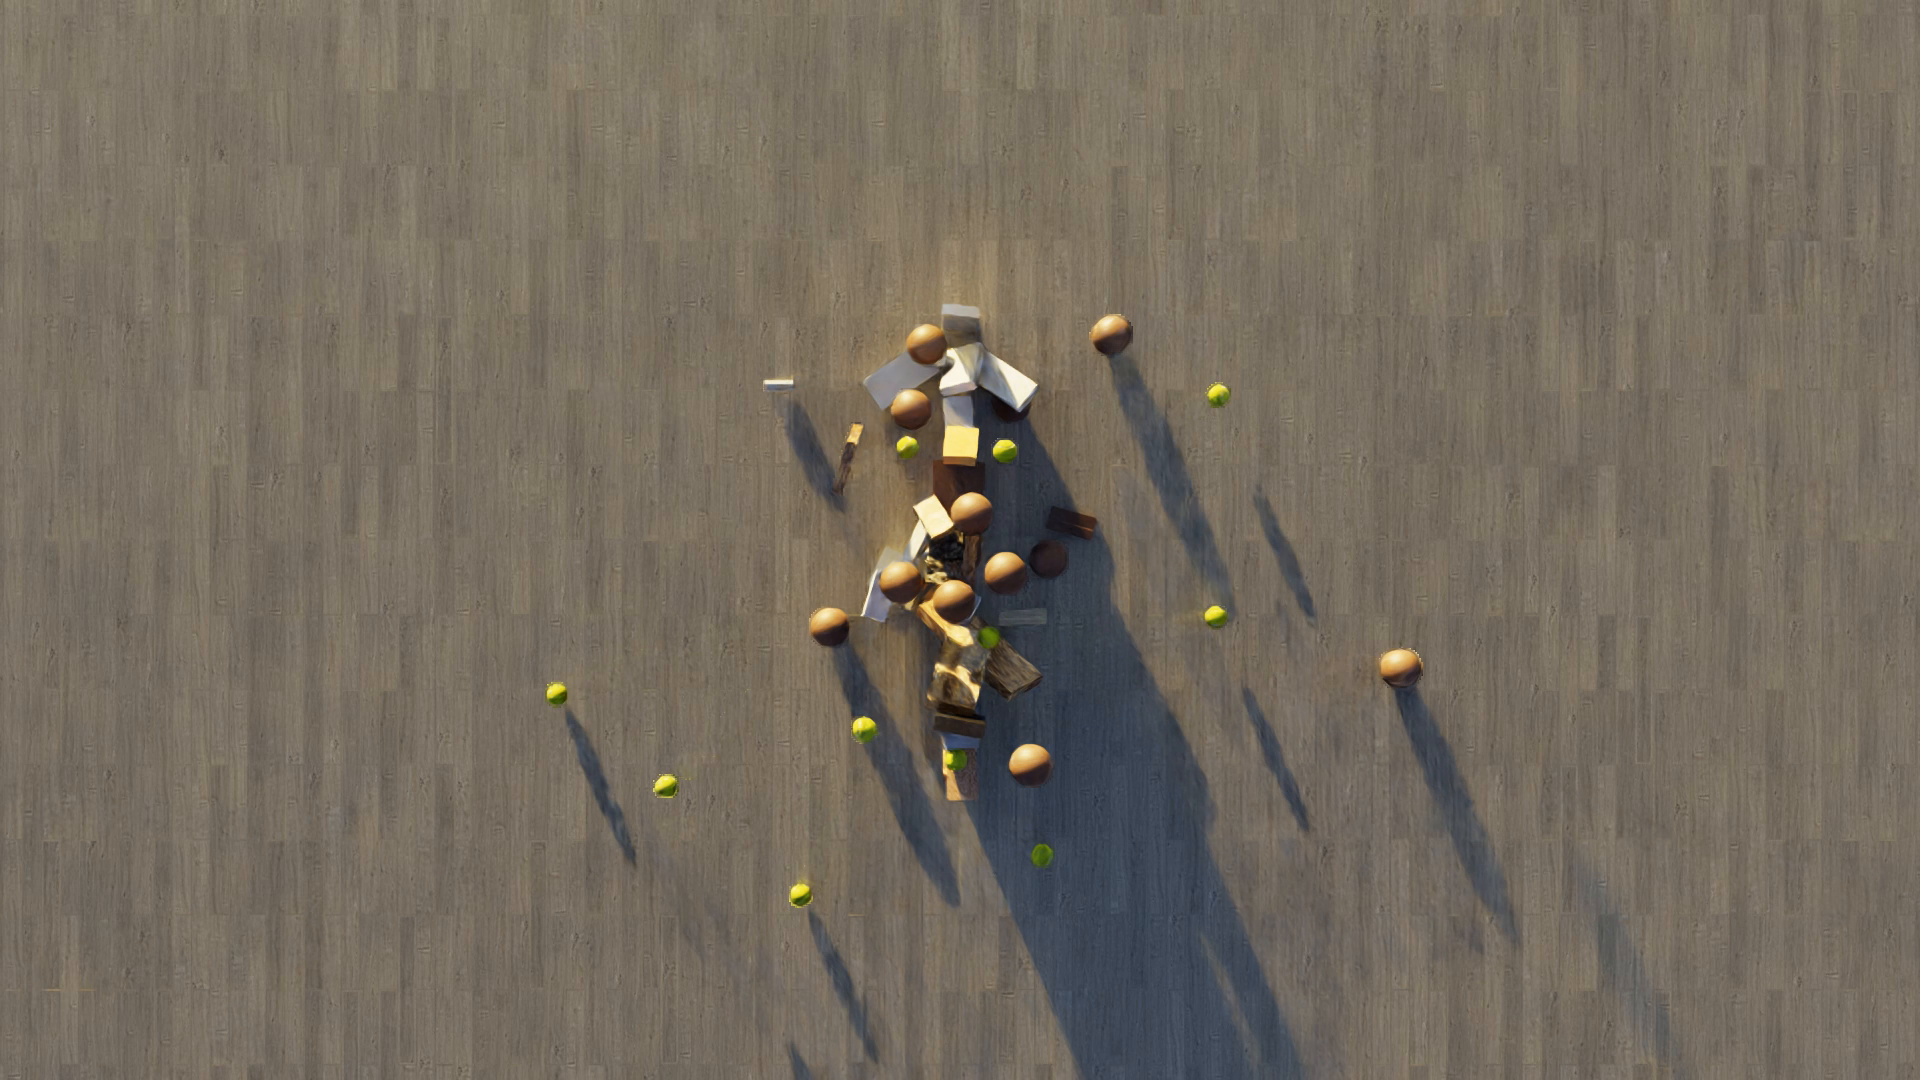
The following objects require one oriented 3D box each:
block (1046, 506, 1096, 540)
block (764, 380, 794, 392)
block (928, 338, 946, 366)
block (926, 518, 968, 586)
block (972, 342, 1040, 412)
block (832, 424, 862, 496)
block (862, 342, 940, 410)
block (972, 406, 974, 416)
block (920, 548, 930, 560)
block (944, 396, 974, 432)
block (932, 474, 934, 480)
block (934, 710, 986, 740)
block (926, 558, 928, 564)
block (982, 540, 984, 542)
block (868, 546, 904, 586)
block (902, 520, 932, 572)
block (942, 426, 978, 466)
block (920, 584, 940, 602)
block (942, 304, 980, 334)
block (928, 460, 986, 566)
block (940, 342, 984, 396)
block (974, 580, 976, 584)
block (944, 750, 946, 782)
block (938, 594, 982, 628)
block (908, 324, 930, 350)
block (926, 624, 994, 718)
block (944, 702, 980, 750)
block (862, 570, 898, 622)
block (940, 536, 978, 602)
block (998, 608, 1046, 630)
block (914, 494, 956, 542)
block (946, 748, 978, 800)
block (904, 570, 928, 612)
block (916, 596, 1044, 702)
[{"bbox_3d":[0.370,-0.056,5.489,0.154,0.022,0.077,15,90,0],"label":"block"},{"bbox_3d":[-0.598,-0.511,5.470,0.094,0.047,0.013,-1,67,4],"label":"block"},{"bbox_3d":[-0.074,-0.625,5.490,0.047,0.013,0.094,-17,94,0],"label":"block"},{"bbox_3d":[-0.041,0.035,5.081,0.102,0.029,0.203,7,88,17],"label":"block"},{"bbox_3d":[0.119,-0.534,5.401,0.308,0.029,0.103,37,86,33],"label":"block"},{"bbox_3d":[-0.351,-0.250,5.147,0.029,0.103,0.206,18,126,-2],"label":"block"},{"bbox_3d":[-0.195,-0.543,5.465,0.233,0.033,0.117,-34,93,1],"label":"block"},{"bbox_3d":[-0.003,-0.424,5.406,0.091,0.183,0.026,2,87,3],"label":"block"},{"bbox_3d":[-0.111,0.046,5.454,0.143,0.072,0.020,-15,98,-7],"label":"block"},{"bbox_3d":[-0.003,-0.369,5.301,0.091,0.026,0.183,-3,90,2],"label":"block"},{"bbox_3d":[-0.005,-0.202,5.339,0.160,0.320,0.045,2,92,0],"label":"block"},{"bbox_3d":[0.000,0.564,5.083,0.152,0.303,0.043,11,89,1],"label":"block"},{"bbox_3d":[-0.042,0.108,5.407,0.078,0.156,0.022,8,63,40],"label":"block"},{"bbox_3d":[-0.012,-0.009,5.339,0.160,0.320,0.045,-13,94,0],"label":"block"},{"bbox_3d":[-0.246,0.100,5.490,0.072,0.020,0.143,26,90,0],"label":"block"},{"bbox_3d":[-0.133,0.016,5.130,0.022,0.077,0.154,10,123,-26],"label":"block"},{"bbox_3d":[0.003,-0.297,5.190,0.103,0.206,0.029,4,120,1],"label":"block"},{"bbox_3d":[-0.076,0.181,5.479,0.107,0.015,0.054,-41,88,-14],"label":"block"},{"bbox_3d":[0.004,-0.715,5.329,0.117,0.340,0.033,7,89,1],"label":"block"},{"bbox_3d":[-0.009,-0.085,5.154,0.160,0.045,0.320,3,91,0],"label":"block"},{"bbox_3d":[0.007,-0.556,5.363,0.117,0.233,0.033,-12,126,18],"label":"block"},{"bbox_3d":[0.011,0.175,5.482,0.054,0.015,0.107,20,90,24],"label":"block"},{"bbox_3d":[-0.003,0.737,5.400,0.100,0.201,0.028,0,106,0],"label":"block"},{"bbox_3d":[0.001,0.214,5.349,0.102,0.203,0.029,24,112,3],"label":"block"},{"bbox_3d":[-0.136,-0.667,5.488,0.047,0.013,0.094,24,97,0],"label":"block"},{"bbox_3d":[0.000,0.407,5.176,0.152,0.043,0.303,12,49,3],"label":"block"},{"bbox_3d":[0.003,0.551,5.253,0.113,0.032,0.227,-2,87,0],"label":"block"},{"bbox_3d":[-0.264,0.187,5.448,0.078,0.022,0.156,19,84,-20],"label":"block"},{"bbox_3d":[-0.004,0.086,5.119,0.102,0.029,0.203,6,92,0],"label":"block"},{"bbox_3d":[0.205,0.259,5.392,0.156,0.078,0.022,-2,128,3],"label":"block"},{"bbox_3d":[-0.078,-0.067,5.066,0.077,0.022,0.154,-30,48,-2],"label":"block"},{"bbox_3d":[0.006,0.732,5.286,0.100,0.028,0.201,-2,85,0],"label":"block"},{"bbox_3d":[-0.137,0.167,5.463,0.020,0.072,0.143,24,90,14],"label":"block"},{"bbox_3d":[0.060,0.339,5.330,0.440,0.152,0.043,42,134,26],"label":"block"}]
